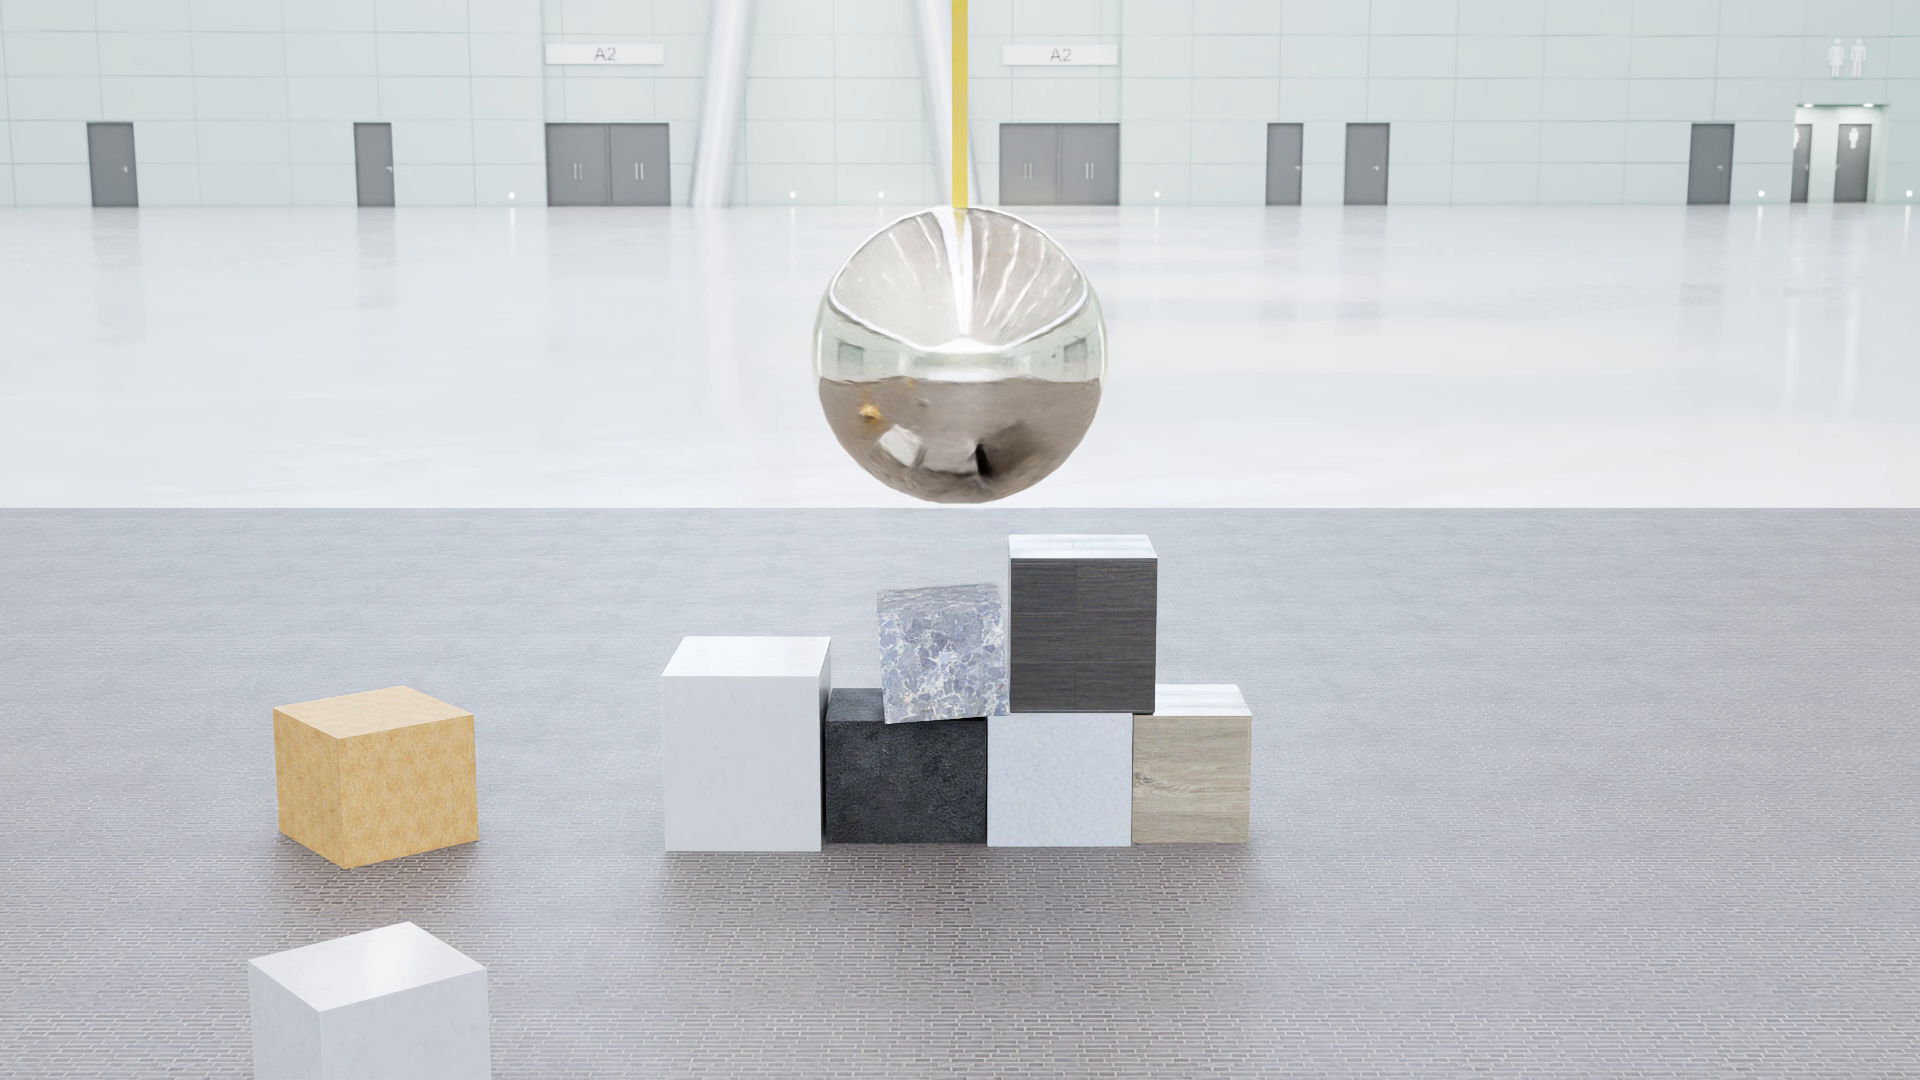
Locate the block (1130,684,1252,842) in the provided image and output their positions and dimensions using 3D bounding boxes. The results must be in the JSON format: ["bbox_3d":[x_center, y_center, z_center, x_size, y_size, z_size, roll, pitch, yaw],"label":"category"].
[{"bbox_3d":[1.168,1.148,11.400,0.594,0.662,0.645,0,10,0],"label":"block"}]

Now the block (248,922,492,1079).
[{"bbox_3d":[-2.135,1.813,7.963,0.630,0.584,0.623,-8,13,-39],"label":"block"}]

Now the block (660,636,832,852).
[{"bbox_3d":[-1.081,1.036,11.352,0.779,0.901,0.875,0,10,1],"label":"block"}]

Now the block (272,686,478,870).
[{"bbox_3d":[-2.975,1.188,11.191,0.721,0.658,0.783,-9,13,-39],"label":"block"}]

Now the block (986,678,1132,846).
[{"bbox_3d":[0.499,1.141,11.404,0.722,0.675,0.784,0,10,0],"label":"block"}]

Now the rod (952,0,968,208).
[{"bbox_3d":[0.000,-4.229,10.742,0.080,5.200,0.080,0,17,0],"label":"rod"}]

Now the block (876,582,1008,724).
[{"bbox_3d":[-0.094,0.568,11.203,0.617,0.554,0.599,-4,10,-1],"label":"block"}]

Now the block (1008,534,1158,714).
[{"bbox_3d":[0.615,0.420,11.271,0.726,0.792,0.655,0,10,0],"label":"block"}]

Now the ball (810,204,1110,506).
[{"bbox_3d":[0.000,-0.986,11.764,1.600,1.600,1.600,0,10,0],"label":"ball"}]

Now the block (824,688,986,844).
[{"bbox_3d":[-0.274,1.160,11.400,0.805,0.639,0.674,0,10,0],"label":"block"}]
